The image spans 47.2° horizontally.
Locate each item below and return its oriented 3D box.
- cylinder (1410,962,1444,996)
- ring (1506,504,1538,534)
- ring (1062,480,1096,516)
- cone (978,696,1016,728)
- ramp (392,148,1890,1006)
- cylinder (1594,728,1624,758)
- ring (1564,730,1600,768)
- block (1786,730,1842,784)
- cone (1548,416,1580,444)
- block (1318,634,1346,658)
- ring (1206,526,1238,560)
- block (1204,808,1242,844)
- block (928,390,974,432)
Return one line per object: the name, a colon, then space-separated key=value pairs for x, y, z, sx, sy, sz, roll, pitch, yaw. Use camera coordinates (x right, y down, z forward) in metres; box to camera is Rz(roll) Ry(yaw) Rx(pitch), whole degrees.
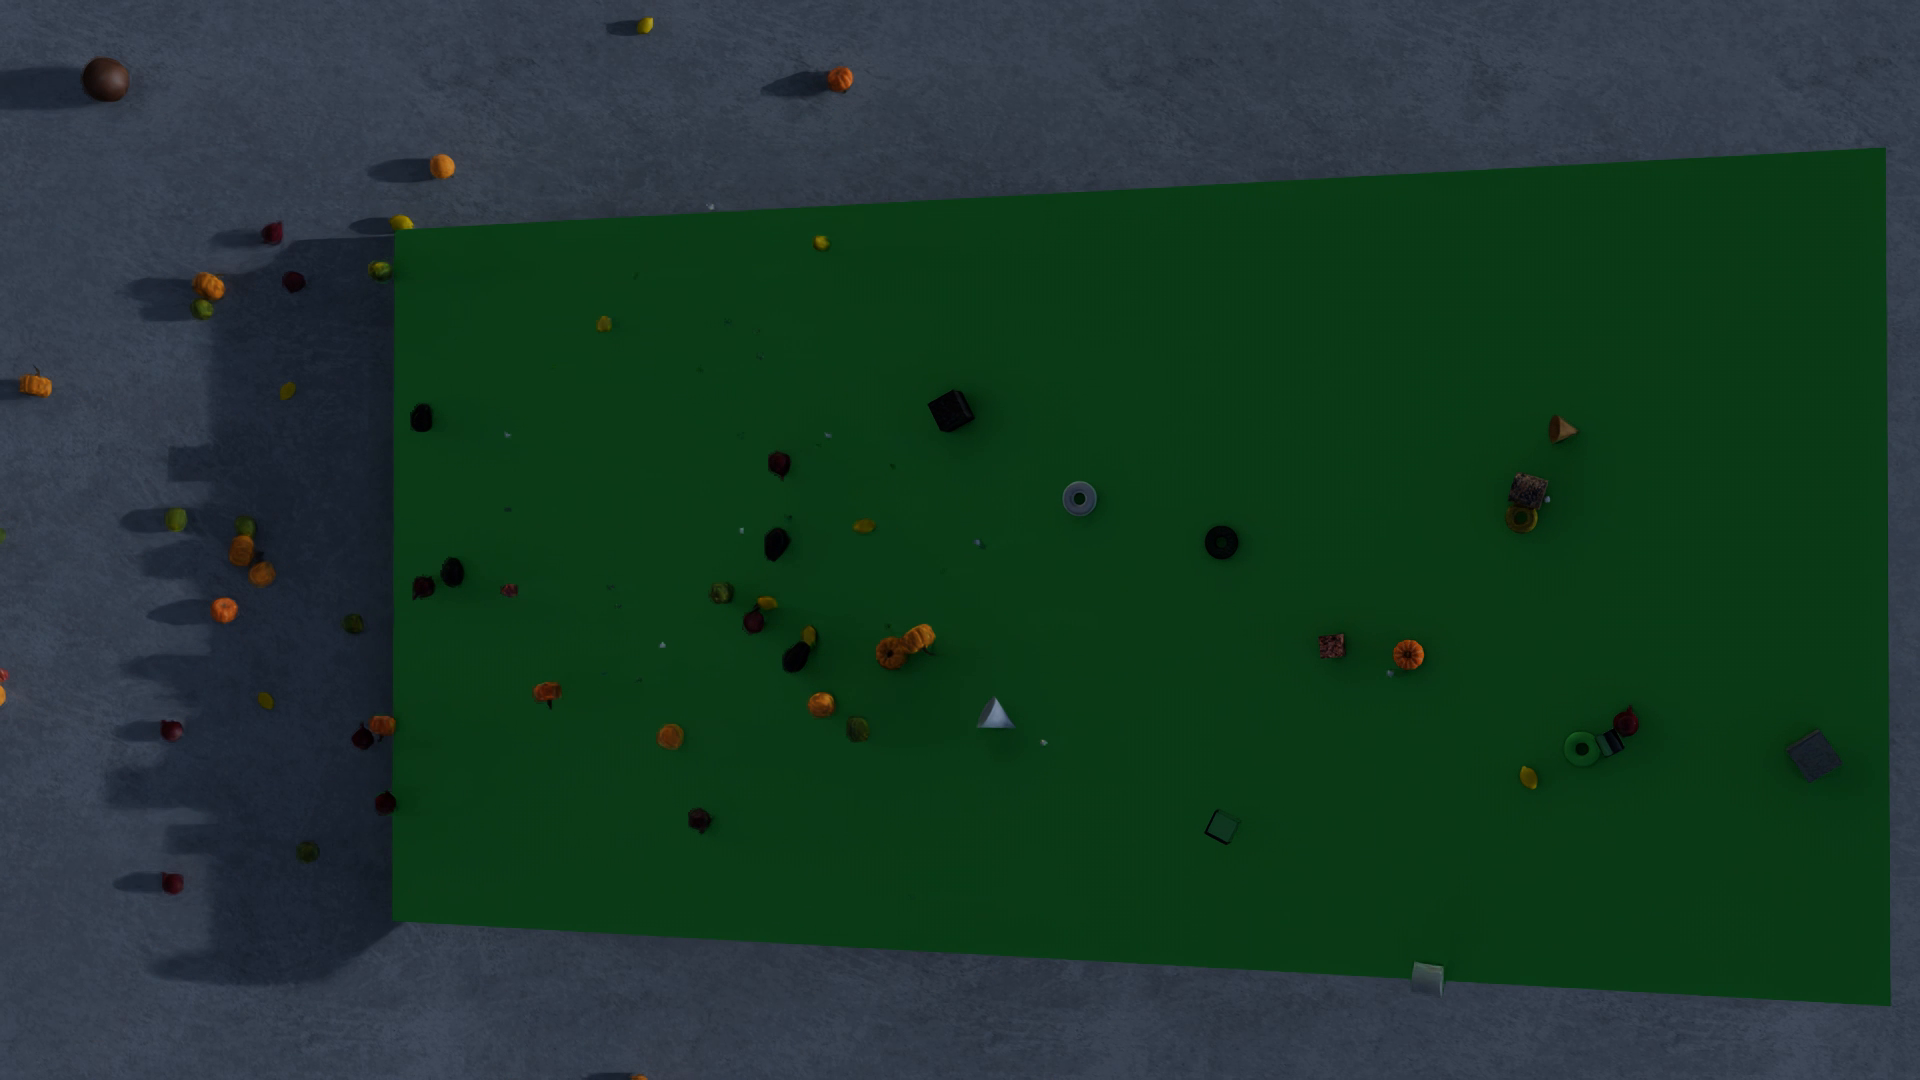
cylinder: x=1.149 y=1.078 z=5.401 sx=0.070 sy=0.070 sz=0.070 roll=7 pitch=89 yaw=19
ring: x=1.370 y=-0.054 z=5.368 sx=0.078 sy=0.026 sz=0.078 roll=-1 pitch=88 yaw=18
ring: x=0.311 y=-0.107 z=5.713 sx=0.093 sy=0.031 sz=0.093 roll=0 pitch=90 yaw=19
cone: x=0.109 y=0.474 z=5.765 sx=0.094 sy=0.094 sz=0.094 roll=29 pitch=89 yaw=-11
ramp: x=0.276 y=0.092 z=5.790 sx=4.000 sy=0.100 sz=2.000 roll=0 pitch=89 yaw=18
cylinder: x=1.561 y=0.487 z=5.284 sx=0.054 sy=0.054 sz=0.054 roll=-27 pitch=81 yaw=0
ring: x=1.504 y=0.505 z=5.315 sx=0.087 sy=0.029 sz=0.087 roll=0 pitch=89 yaw=17
block: x=1.990 y=0.503 z=5.125 sx=0.088 sy=0.088 sz=0.088 roll=-35 pitch=79 yaw=15
cone: x=1.474 y=-0.264 z=5.335 sx=0.067 sy=0.067 sz=0.067 roll=6 pitch=89 yaw=-9
block: x=0.930 y=0.265 z=5.492 sx=0.055 sy=0.055 sz=0.055 roll=-7 pitch=87 yaw=18
ring: x=0.666 y=0.006 z=5.596 sx=0.086 sy=0.029 sz=0.086 roll=-1 pitch=88 yaw=19
block: x=0.666 y=0.726 z=5.568 sx=0.064 sy=0.064 sz=0.064 roll=27 pitch=97 yaw=17
block: x=-0.023 y=-0.340 z=5.800 sx=0.079 sy=0.079 sz=0.079 roll=-28 pitch=81 yaw=16
